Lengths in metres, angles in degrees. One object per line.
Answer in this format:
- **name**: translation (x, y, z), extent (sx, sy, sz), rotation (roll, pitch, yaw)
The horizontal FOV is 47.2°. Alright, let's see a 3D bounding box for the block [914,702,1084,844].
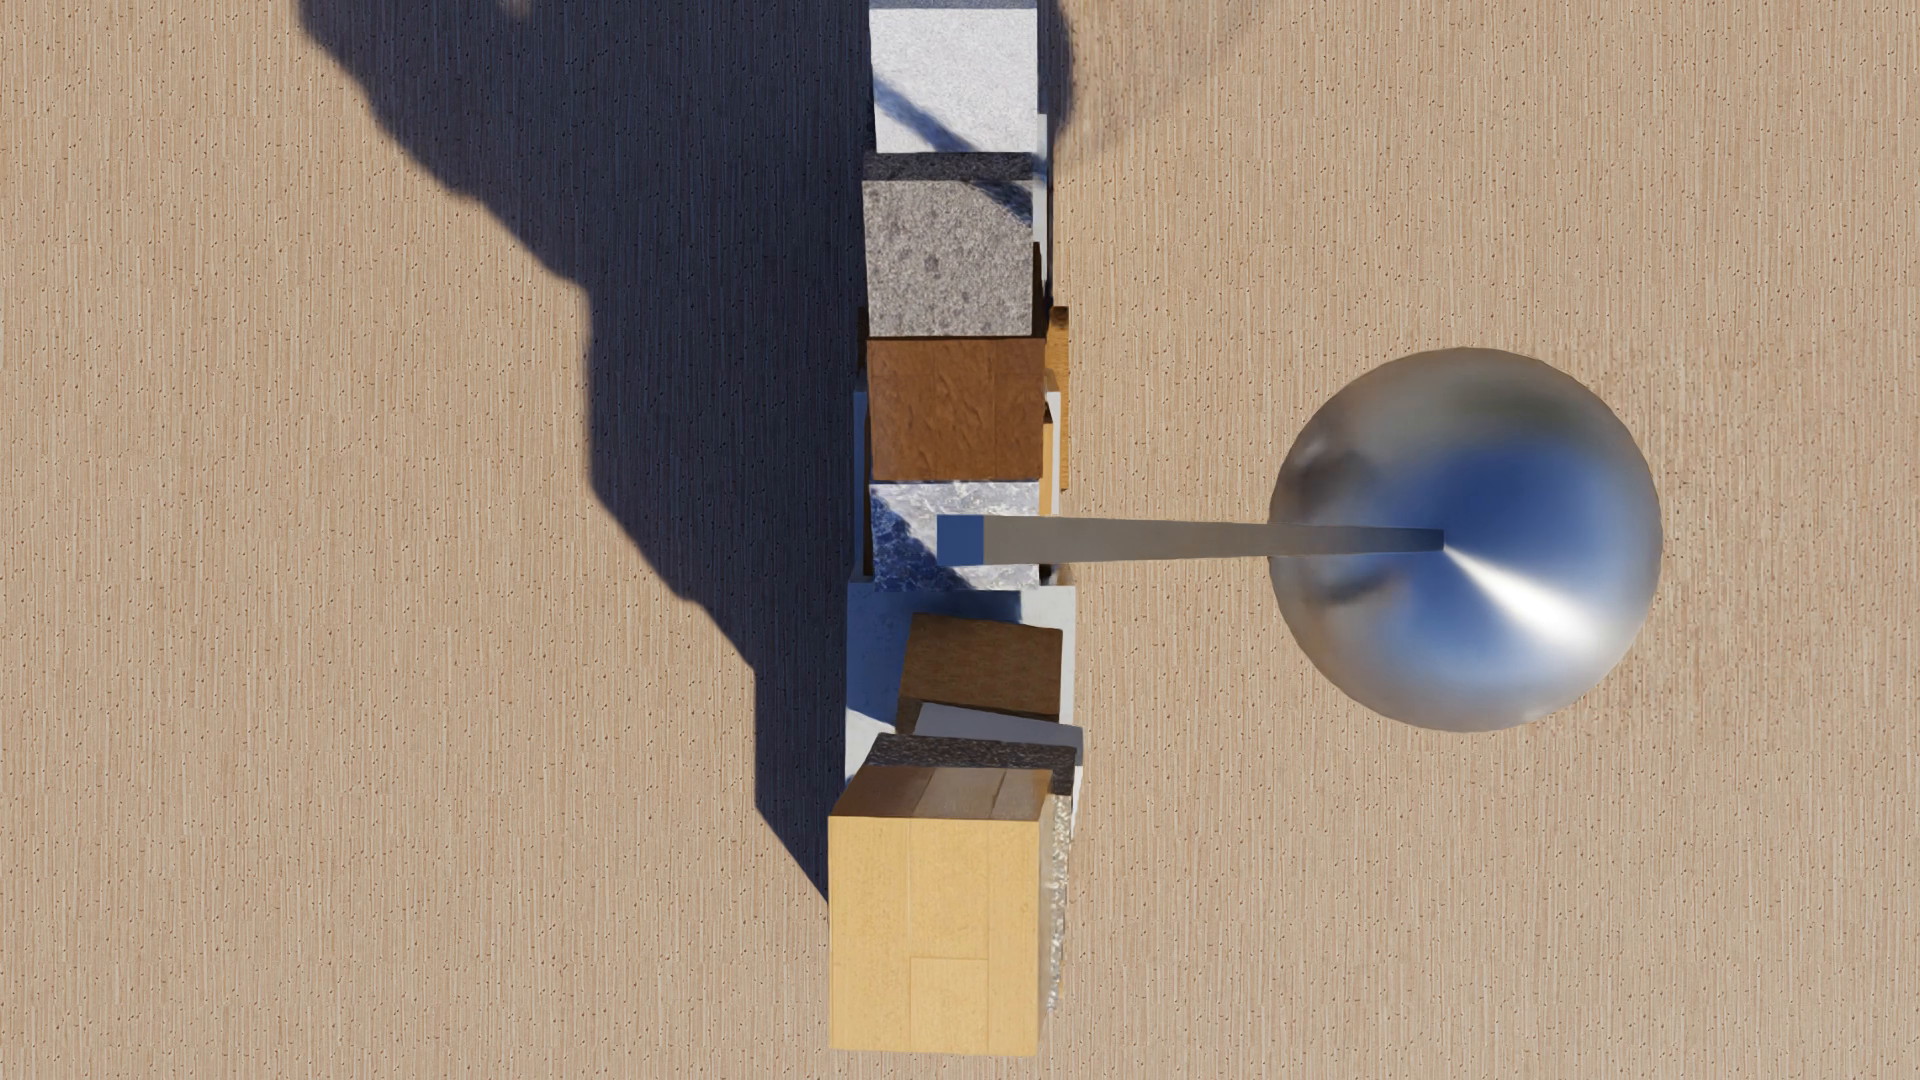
- **block**: translation (0.109, 1.103, 8.786), extent (0.666, 0.671, 0.686), rotation (9, 99, 2)

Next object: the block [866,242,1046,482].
- **block**: translation (-0.014, -0.757, 9.311), extent (0.718, 0.681, 0.741), rotation (-1, 132, 0)

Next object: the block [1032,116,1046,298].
- **block**: translation (0.033, -1.556, 10.677), extent (0.747, 0.735, 0.785), rotation (0, 80, 0)

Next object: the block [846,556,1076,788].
- **block**: translation (0.004, 0.662, 10.595), extent (1.048, 0.921, 1.035), rotation (1, 97, 1)

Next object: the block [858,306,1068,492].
- **block**: translation (0.018, -0.766, 12.422), extent (1.134, 1.156, 0.980), rotation (0, 90, 0)

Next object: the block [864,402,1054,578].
- **block**: translation (-0.010, -0.257, 10.565), extent (0.874, 0.698, 0.733), rotation (1, 102, 0)

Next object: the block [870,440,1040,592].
- **block**: translation (-0.021, -0.234, 9.754), extent (0.720, 0.674, 0.629), rotation (-1, 132, 0)

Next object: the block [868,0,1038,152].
- **block**: translation (-0.010, -1.949, 8.478), extent (0.616, 0.633, 0.651), rotation (0, 46, 2)

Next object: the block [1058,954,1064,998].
- **block**: translation (0.007, 1.947, 12.430), extent (1.098, 1.139, 1.042), rotation (0, 90, 0)

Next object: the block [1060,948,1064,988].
- **block**: translation (0.020, 1.612, 10.474), extent (0.912, 0.913, 0.792), rotation (1, 93, 0)

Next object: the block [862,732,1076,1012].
- **block**: translation (0.016, 1.196, 8.062), extent (0.756, 0.766, 0.777), rotation (4, 98, 4)

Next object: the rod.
- **rod**: translation (0.899, 0.000, 5.916), extent (0.080, 5.200, 0.080), rotation (0, 90, 20)

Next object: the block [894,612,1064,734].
- **block**: translation (0.067, 0.827, 9.568), extent (0.672, 0.751, 0.688), rotation (7, 116, 1)

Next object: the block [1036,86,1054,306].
- **block**: translation (0.011, -1.867, 12.466), extent (0.997, 1.068, 1.202), rotation (0, 90, 0)

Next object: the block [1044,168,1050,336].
- **block**: translation (0.011, -1.417, 11.450), extent (0.874, 0.834, 0.797), rotation (0, 80, 0)

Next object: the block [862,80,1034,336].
- **block**: translation (-0.039, -1.341, 8.858), extent (0.649, 0.746, 0.735), rotation (0, 132, 1)

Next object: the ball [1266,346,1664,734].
- **ball**: translation (2.074, 0.000, 9.106), extent (1.600, 1.600, 1.600), rotation (0, 90, 0)

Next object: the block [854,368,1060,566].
- **block**: translation (-0.016, -0.317, 11.373), extent (1.018, 0.906, 1.034), rotation (0, 102, 0)

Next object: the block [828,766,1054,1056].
- **block**: translation (-0.048, 1.211, 7.313), extent (0.666, 0.701, 0.765), rotation (1, 98, 6)
